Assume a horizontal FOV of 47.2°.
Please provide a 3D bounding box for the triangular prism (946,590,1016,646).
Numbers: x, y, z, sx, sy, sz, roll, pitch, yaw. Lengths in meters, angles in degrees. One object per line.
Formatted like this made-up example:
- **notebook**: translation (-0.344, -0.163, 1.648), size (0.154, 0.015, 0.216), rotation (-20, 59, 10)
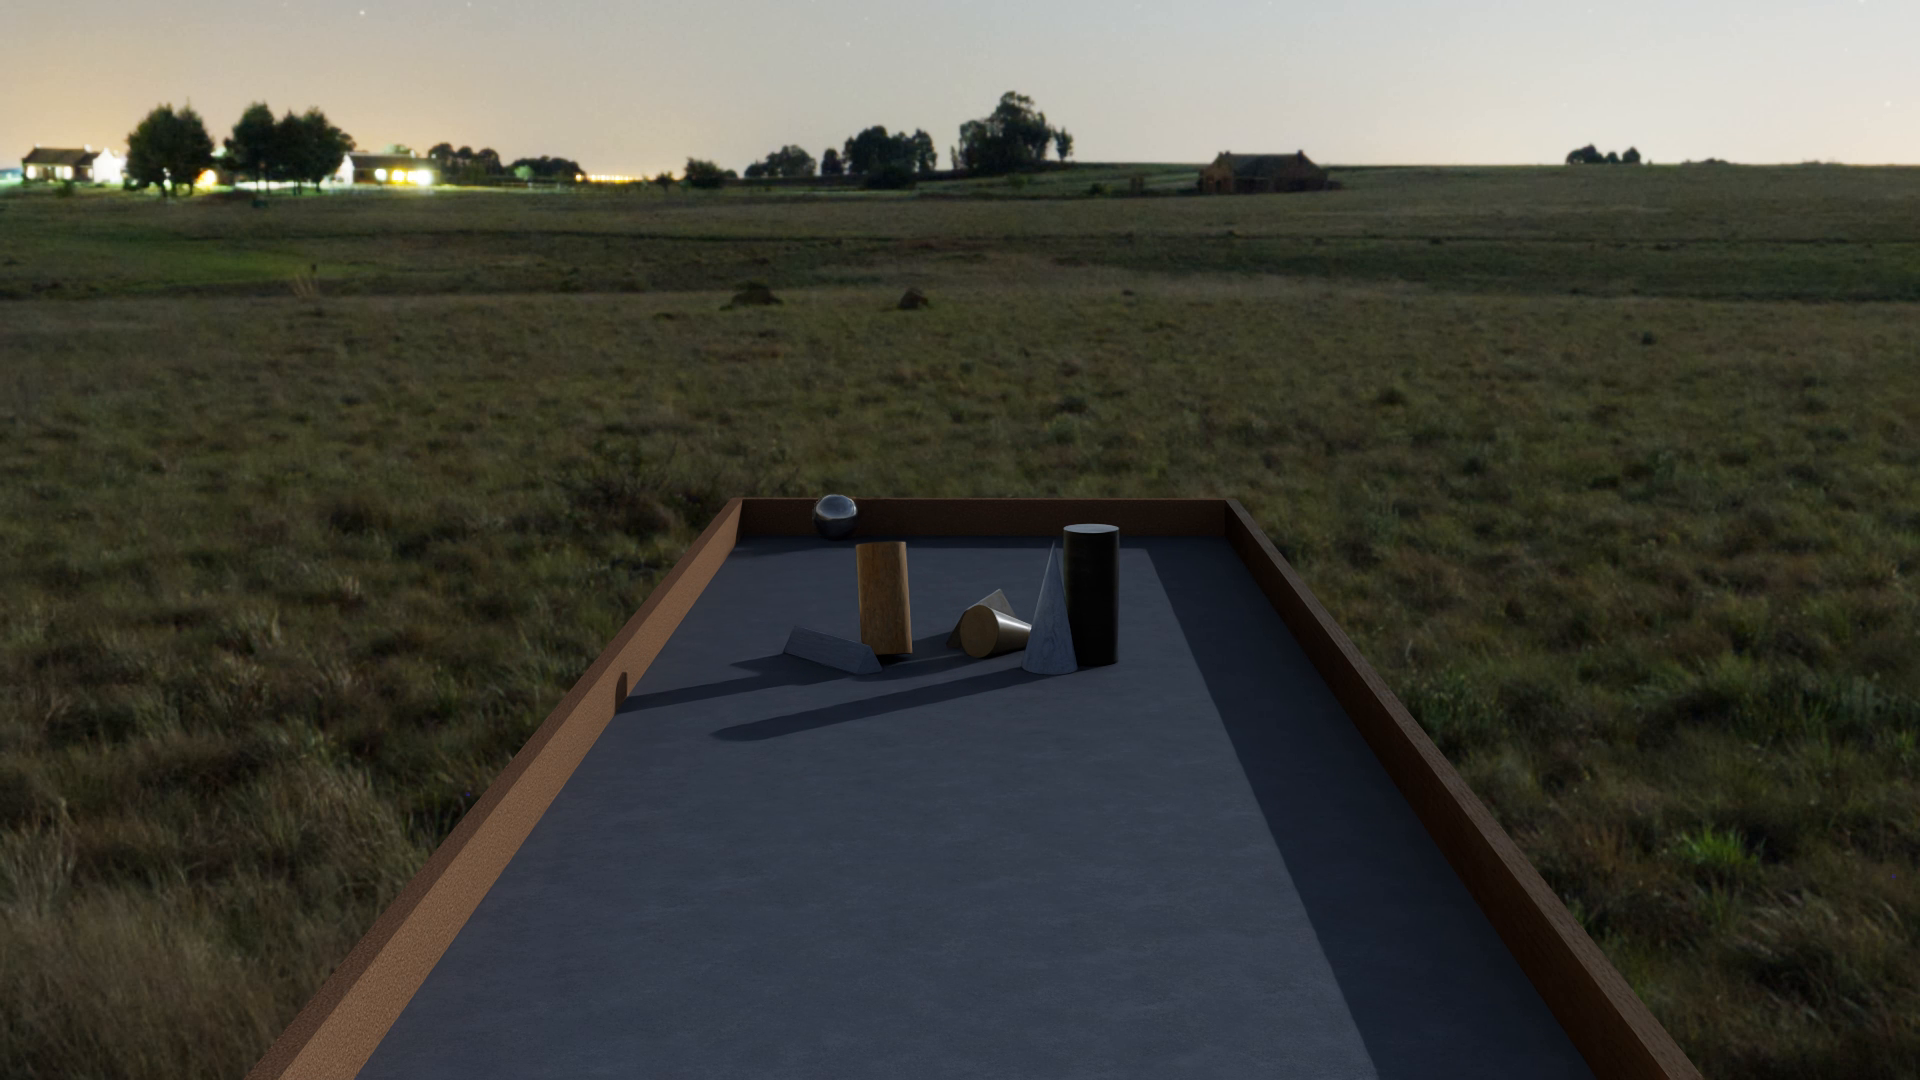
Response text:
- **triangular prism**: translation (0.076, 0.247, 7.052), size (0.136, 0.118, 0.378), rotation (2, 9, 17)

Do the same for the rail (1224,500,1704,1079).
- **rail**: translation (1.046, 0.843, 3.208), size (0.050, 0.150, 12.000), rotation (0, 9, 1)

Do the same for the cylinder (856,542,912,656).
- **cylinder**: translation (-0.232, 0.180, 6.703), size (0.153, 0.339, 0.153), rotation (-4, -4, 0)

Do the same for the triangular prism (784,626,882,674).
- **triangular prism**: translation (-0.389, 0.328, 6.666), size (0.093, 0.080, 0.392), rotation (-7, 11, -38)

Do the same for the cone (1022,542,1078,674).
- **cone**: translation (0.272, 0.190, 6.540), size (0.169, 0.388, 0.169), rotation (1, 12, 0)

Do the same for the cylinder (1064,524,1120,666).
- **cylinder**: translation (0.397, 0.165, 6.658), size (0.168, 0.407, 0.168), rotation (0, 10, 0)

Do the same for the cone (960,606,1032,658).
- **cone**: translation (0.198, 0.298, 6.878), size (0.162, 0.162, 0.400), rotation (9, 1, 45)

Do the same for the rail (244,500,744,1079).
- **rail**: translation (-1.004, 0.839, 3.234), size (0.050, 0.150, 12.000), rotation (0, 9, 1)

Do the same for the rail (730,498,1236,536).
- **rail**: translation (0.099, -0.098, 9.147), size (2.100, 0.150, 0.050), rotation (0, 9, 1)

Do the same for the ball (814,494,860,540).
- **ball**: translation (-0.505, -0.094, 9.001), size (0.188, 0.188, 0.188), rotation (0, 9, 0)
